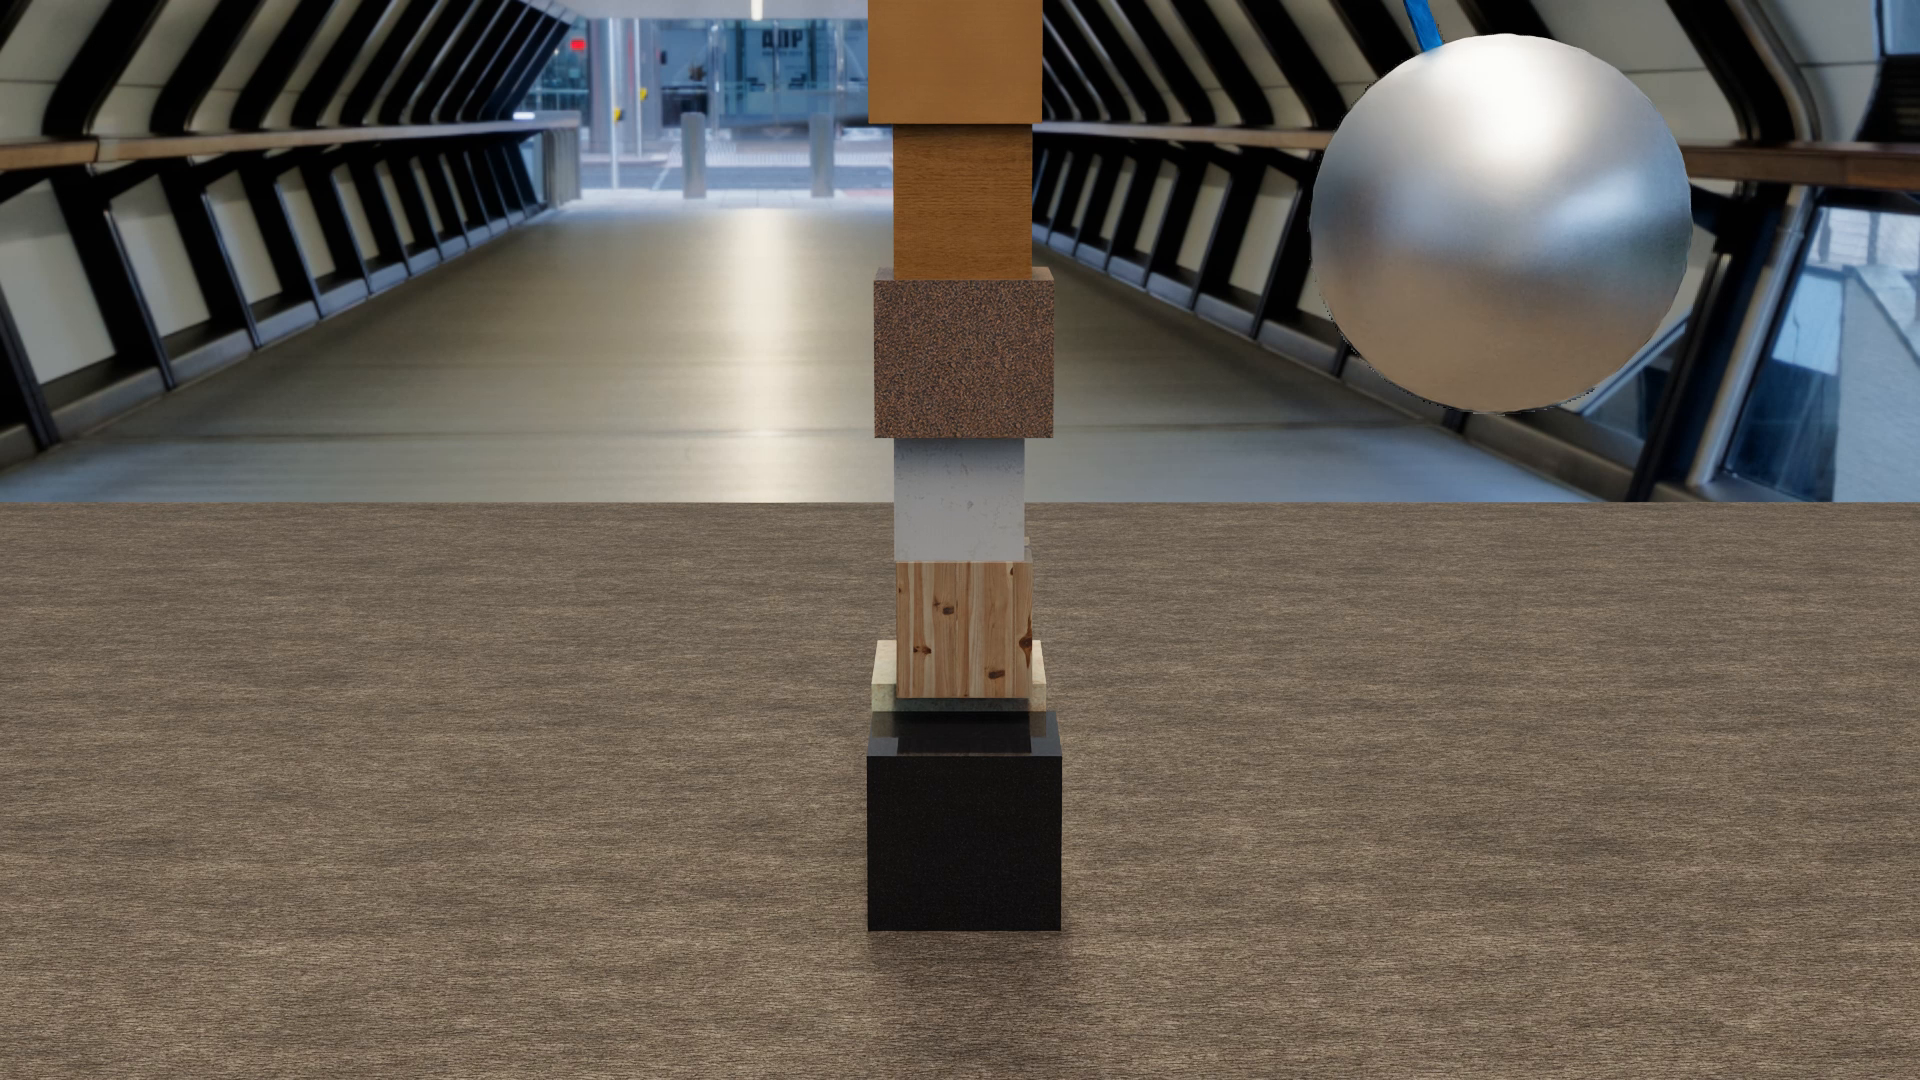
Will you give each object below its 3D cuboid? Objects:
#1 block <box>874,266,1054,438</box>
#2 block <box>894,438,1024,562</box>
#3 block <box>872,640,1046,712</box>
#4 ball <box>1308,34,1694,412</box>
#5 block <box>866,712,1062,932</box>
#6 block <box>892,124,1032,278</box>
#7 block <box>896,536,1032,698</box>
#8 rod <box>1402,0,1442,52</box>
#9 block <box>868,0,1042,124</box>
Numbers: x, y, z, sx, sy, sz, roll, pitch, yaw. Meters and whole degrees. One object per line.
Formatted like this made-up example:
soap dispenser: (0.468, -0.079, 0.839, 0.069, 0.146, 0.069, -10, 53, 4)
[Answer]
block: (0.016, -0.817, 11.032, 0.747, 0.657, 0.759, 0, 10, 0)
block: (-0.003, -0.226, 11.139, 0.553, 0.544, 0.538, 0, 10, 0)
block: (-0.005, 0.979, 11.747, 0.765, 0.870, 0.874, 0, 10, 0)
ball: (2.295, -1.344, 10.936, 1.600, 1.600, 1.600, 0, 10, 0)
block: (0.018, 1.187, 10.947, 0.802, 0.749, 0.754, 0, 10, 0)
block: (0.011, -1.455, 10.916, 0.574, 0.639, 0.606, 0, 10, 0)
block: (0.019, 0.331, 11.240, 0.580, 0.588, 0.627, 0, 10, 0)
rod: (0.994, -4.434, 10.374, 0.080, 5.200, 0.080, -22, 10, 4)
block: (-0.020, -2.122, 10.794, 0.711, 0.717, 0.701, 0, 10, 0)
